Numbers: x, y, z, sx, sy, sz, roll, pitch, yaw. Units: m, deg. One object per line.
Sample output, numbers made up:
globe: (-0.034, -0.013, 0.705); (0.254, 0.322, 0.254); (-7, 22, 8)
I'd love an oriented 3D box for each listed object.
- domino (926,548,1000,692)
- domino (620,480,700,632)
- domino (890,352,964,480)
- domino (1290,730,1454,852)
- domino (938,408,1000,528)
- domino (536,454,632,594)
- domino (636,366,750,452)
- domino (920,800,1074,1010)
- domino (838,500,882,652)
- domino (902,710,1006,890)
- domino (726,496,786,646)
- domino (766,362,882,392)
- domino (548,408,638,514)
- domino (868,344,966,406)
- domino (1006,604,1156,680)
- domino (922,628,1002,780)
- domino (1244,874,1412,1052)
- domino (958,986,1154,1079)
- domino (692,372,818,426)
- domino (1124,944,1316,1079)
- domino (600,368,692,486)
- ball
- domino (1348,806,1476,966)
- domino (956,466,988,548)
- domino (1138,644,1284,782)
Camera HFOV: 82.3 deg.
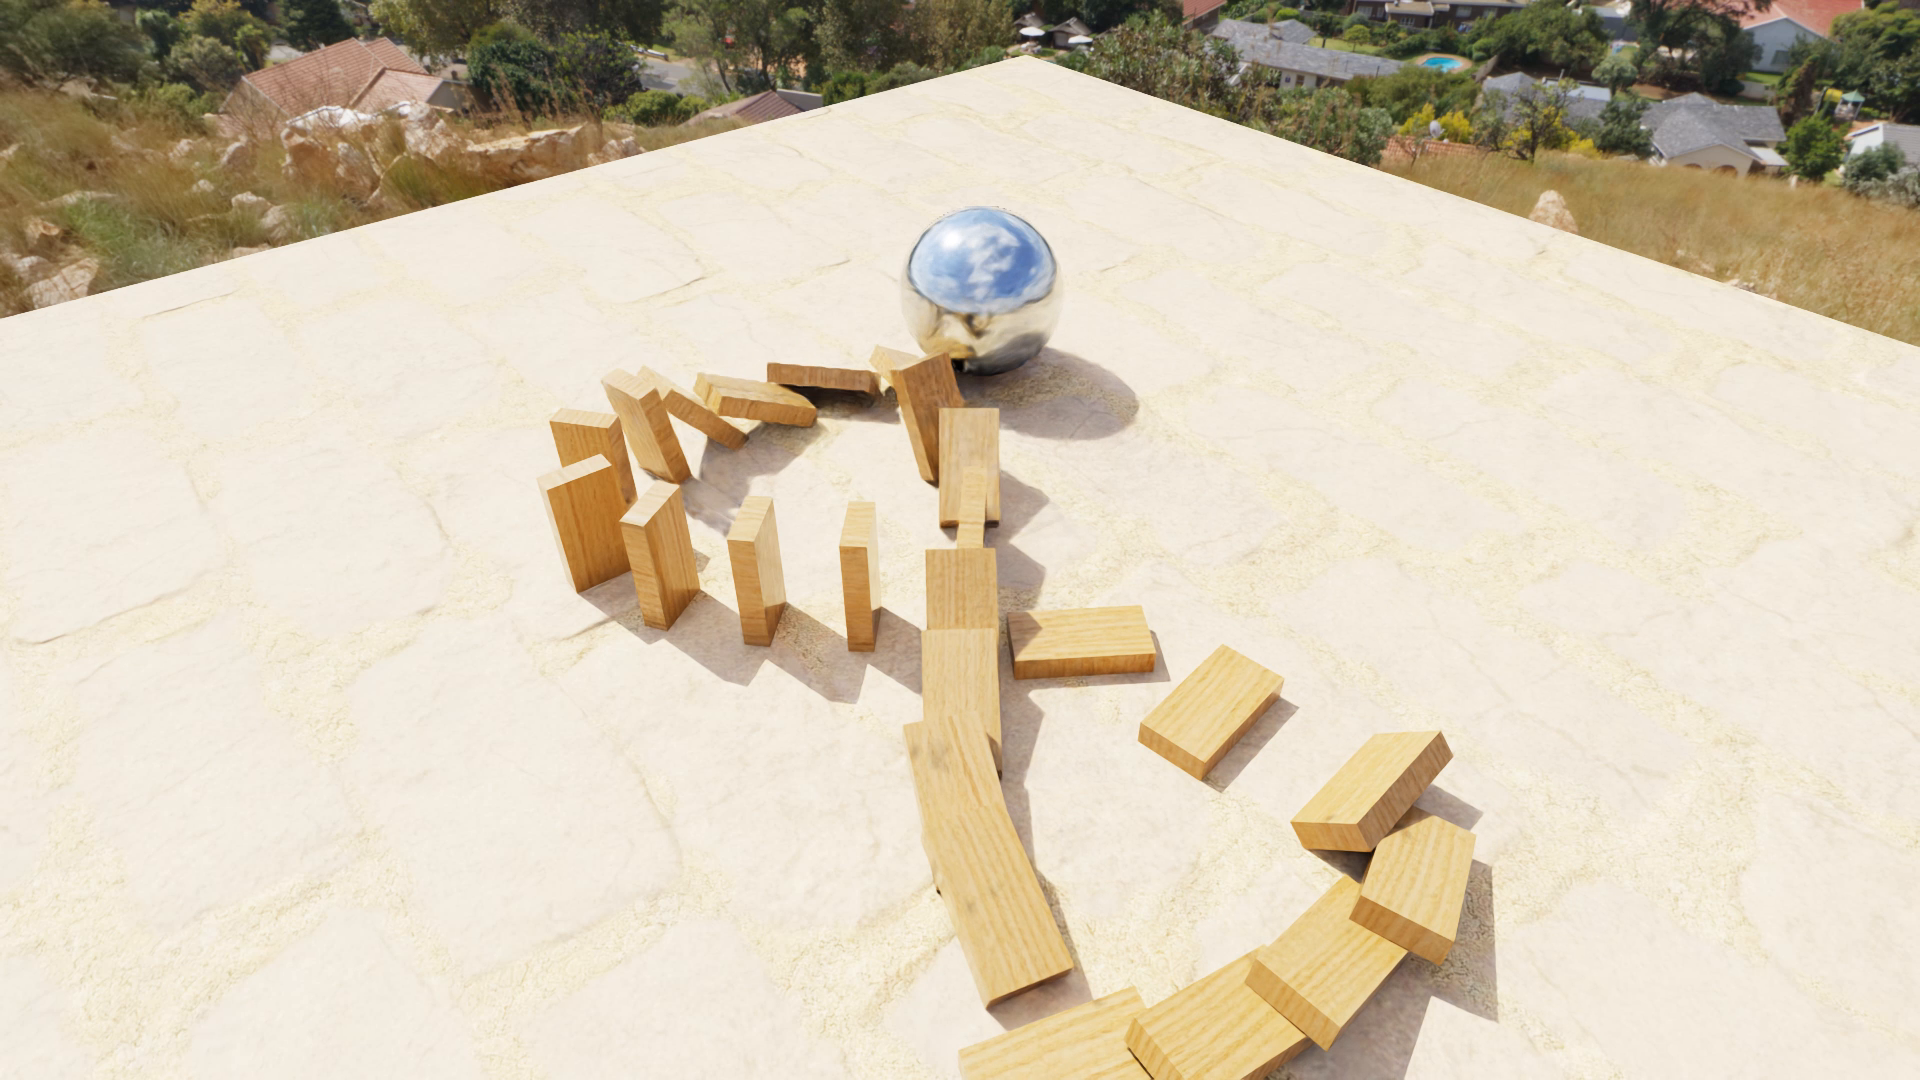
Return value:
domino: (0.001, 0.028, 0.388); (0.025, 0.009, 0.050); (-1, 73, -1)
domino: (-0.109, 0.006, 0.404); (0.010, 0.050, 0.025); (12, 41, 14)
domino: (-0.011, -0.054, 0.478); (0.025, 0.050, 0.010); (-27, 21, -29)
domino: (0.127, 0.077, 0.339); (0.050, 0.009, 0.025); (-32, 6, -33)
domino: (0.004, -0.030, 0.461); (0.025, 0.010, 0.050); (0, 71, 0)
domino: (-0.141, -0.006, 0.418); (0.025, 0.050, 0.009); (-27, 46, -29)
domino: (-0.118, -0.058, 0.486); (0.025, 0.050, 0.010); (38, 93, 37)
domino: (0.010, 0.101, 0.309); (0.025, 0.010, 0.050); (-15, 58, -17)
domino: (-0.035, 0.014, 0.395); (0.010, 0.050, 0.025); (2, 39, 2)
domino: (0.000, 0.079, 0.336); (0.025, 0.009, 0.050); (-9, 57, -11)
domino: (-0.073, 0.012, 0.397); (0.009, 0.050, 0.025); (5, 40, 6)
domino: (-0.065, -0.078, 0.529); (0.050, 0.010, 0.025); (6, 7, 7)
domino: (-0.147, -0.028, 0.446); (0.025, 0.050, 0.009); (8, 40, 10)
domino: (-0.021, -0.076, 0.528); (0.025, 0.010, 0.050); (8, 29, -40)
domino: (0.043, 0.037, 0.398); (0.050, 0.010, 0.025); (-3, 39, -4)
domino: (0.000, 0.054, 0.364); (0.025, 0.010, 0.050); (-1, 59, -2)
domino: (0.102, 0.112, 0.296); (0.050, 0.009, 0.025); (-18, 42, -43)
domino: (0.027, 0.135, 0.279); (0.050, 0.010, 0.025); (-13, 41, -16)
domino: (-0.094, -0.064, 0.504); (0.050, 0.009, 0.025); (2, 29, -42)
domino: (0.069, 0.125, 0.281); (0.050, 0.010, 0.025); (-11, 38, -35)
domino: (-0.133, -0.048, 0.469); (0.025, 0.050, 0.010); (27, 57, 29)
ball: (0.011, -0.120, 0.534); (0.080, 0.080, 0.080); (0, 39, 0)
domino: (0.131, 0.096, 0.316); (0.025, 0.010, 0.050); (24, 31, 21)
domino: (0.005, -0.001, 0.425); (0.009, 0.025, 0.050); (2, 52, 3)
domino: (0.086, 0.057, 0.373); (0.025, 0.010, 0.050); (30, 48, 32)
